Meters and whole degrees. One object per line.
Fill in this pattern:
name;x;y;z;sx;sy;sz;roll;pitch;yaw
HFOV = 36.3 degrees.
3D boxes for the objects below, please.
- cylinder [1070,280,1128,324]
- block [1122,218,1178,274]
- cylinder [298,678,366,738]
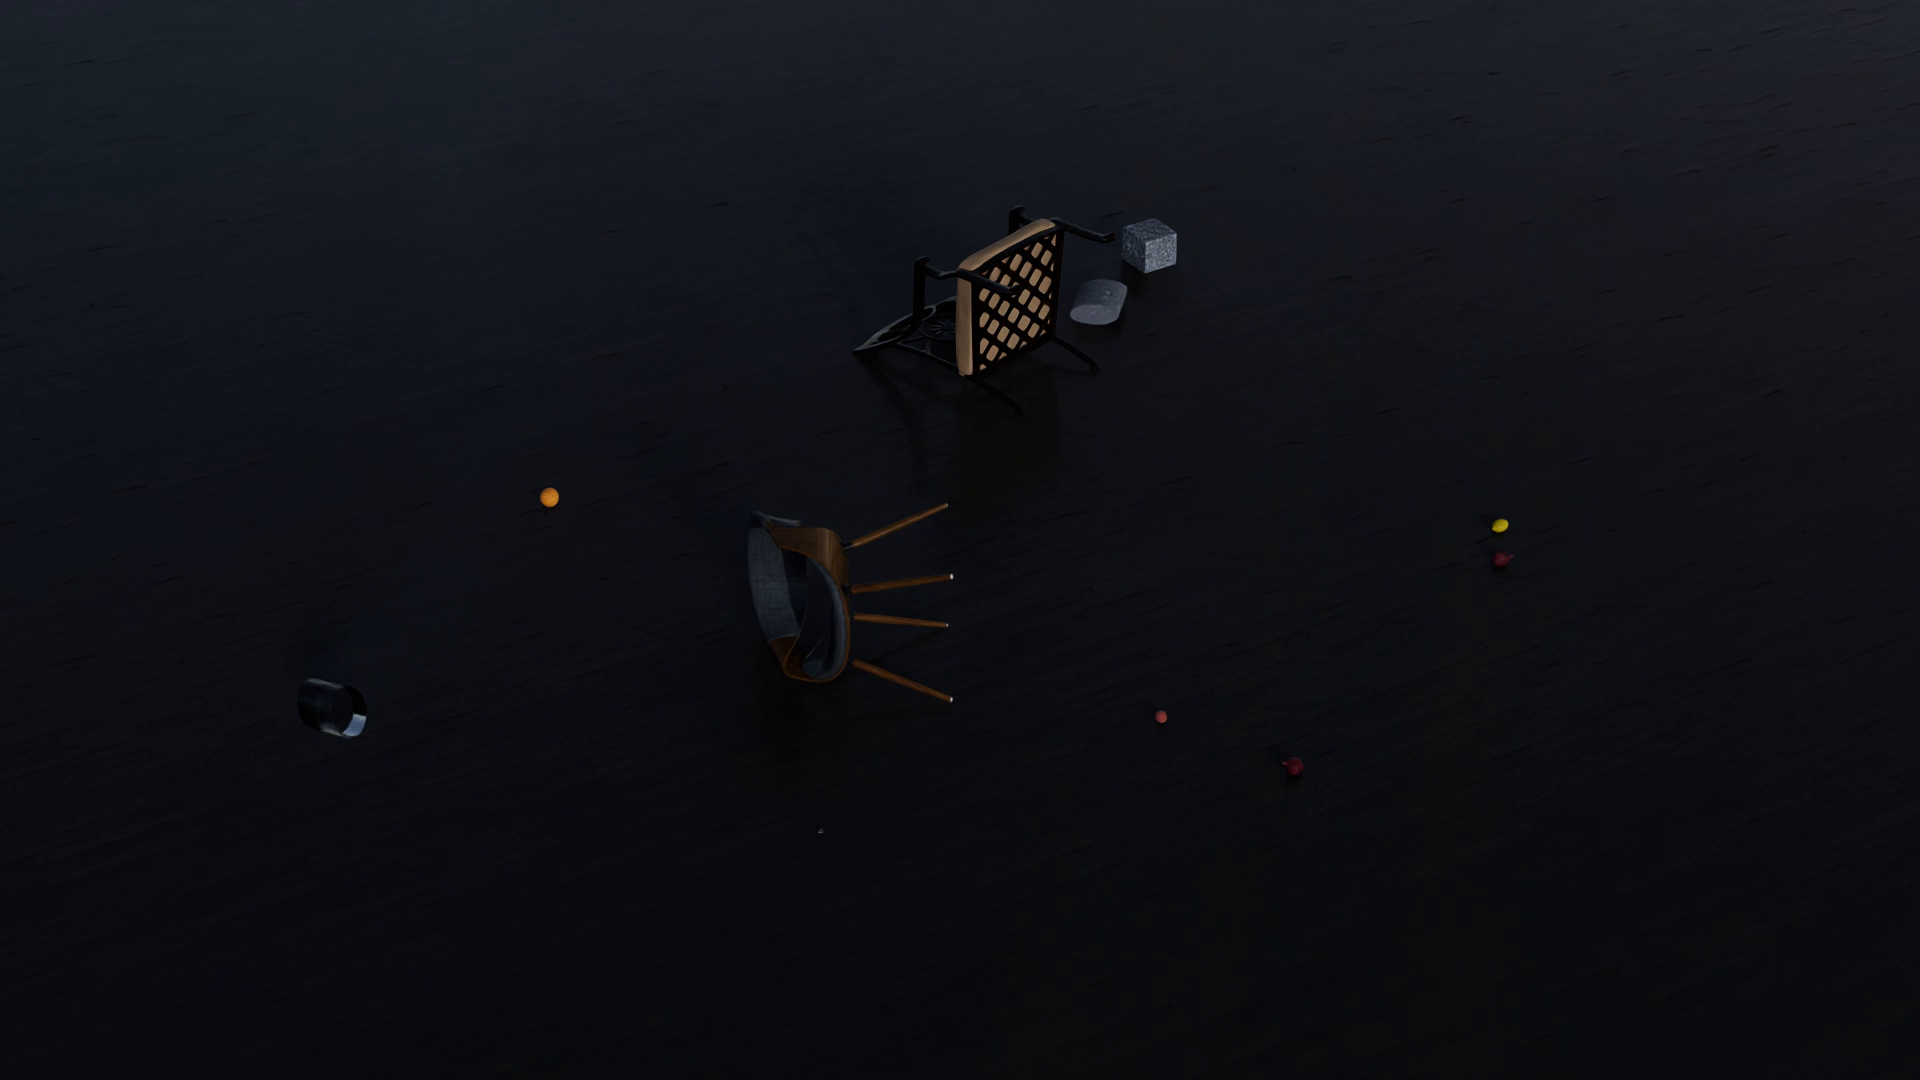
cylinder;0.588;-1.005;12.380;0.210;0.096;0.226;1;33;13
block;0.824;-1.280;12.750;0.167;0.151;0.170;-19;38;-27
cylinder;-2.114;0.566;9.873;0.135;0.256;0.160;12;67;18
